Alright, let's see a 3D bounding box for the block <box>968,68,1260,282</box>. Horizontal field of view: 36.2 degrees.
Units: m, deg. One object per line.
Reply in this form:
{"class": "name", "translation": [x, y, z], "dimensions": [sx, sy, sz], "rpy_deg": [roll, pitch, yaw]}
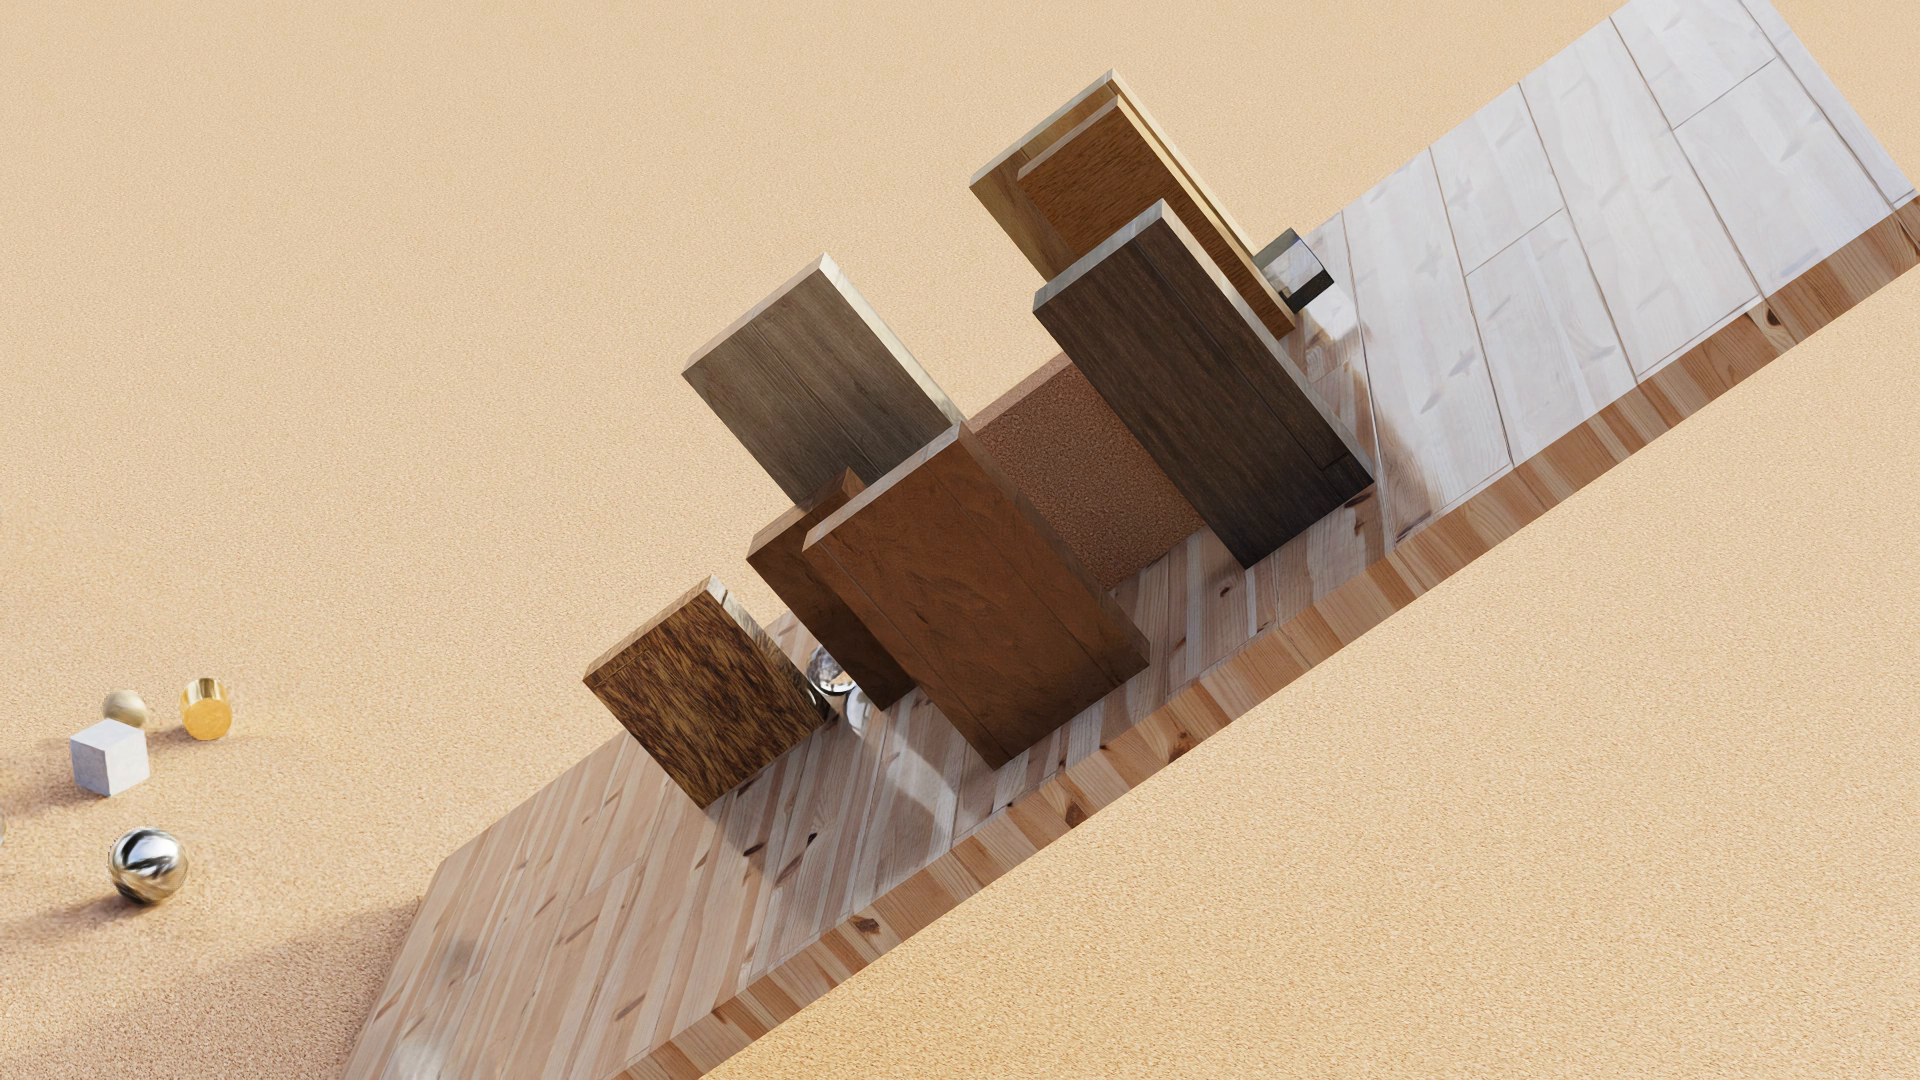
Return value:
{"class": "block", "translation": [0.380, -0.727, 6.875], "dimensions": [0.420, 0.617, 0.101], "rpy_deg": [-36, 16, 18]}

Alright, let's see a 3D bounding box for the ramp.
{"class": "ramp", "translation": [0.122, 0.184, 6.337], "dimensions": [4.000, 0.100, 2.000], "rpy_deg": [-36, 16, 18]}

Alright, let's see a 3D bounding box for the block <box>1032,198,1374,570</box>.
{"class": "block", "translation": [0.453, -0.284, 5.446], "dimensions": [0.297, 0.645, 0.115], "rpy_deg": [-36, 16, 18]}

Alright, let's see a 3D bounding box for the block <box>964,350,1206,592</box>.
{"class": "block", "translation": [0.267, -0.146, 5.901], "dimensions": [0.449, 0.434, 0.114], "rpy_deg": [-36, 16, 18]}

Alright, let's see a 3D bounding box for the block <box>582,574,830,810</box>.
{"class": "block", "translation": [-0.566, 0.342, 6.573], "dimensions": [0.371, 0.408, 0.085], "rpy_deg": [-36, 16, 18]}

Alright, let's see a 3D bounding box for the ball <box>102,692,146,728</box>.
{"class": "ball", "translation": [-2.467, 0.509, 8.687], "dimensions": [0.124, 0.124, 0.124], "rpy_deg": [0, 24, 0]}

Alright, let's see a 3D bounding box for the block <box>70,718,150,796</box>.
{"class": "block", "translation": [-2.429, 0.621, 8.403], "dimensions": [0.147, 0.147, 0.147], "rpy_deg": [15, 28, 30]}

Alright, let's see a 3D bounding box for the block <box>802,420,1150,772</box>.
{"class": "block", "translation": [0.033, 0.109, 5.500], "dimensions": [0.372, 0.570, 0.098], "rpy_deg": [-36, 16, 18]}

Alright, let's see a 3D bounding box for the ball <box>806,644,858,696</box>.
{"class": "ball", "translation": [-0.281, 0.287, 6.578], "dimensions": [0.127, 0.127, 0.127], "rpy_deg": [0, 24, 0]}

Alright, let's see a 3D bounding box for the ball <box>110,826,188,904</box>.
{"class": "ball", "translation": [-2.148, 0.860, 7.786], "dimensions": [0.202, 0.202, 0.202], "rpy_deg": [0, 24, 0]}

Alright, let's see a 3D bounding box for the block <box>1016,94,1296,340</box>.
{"class": "block", "translation": [0.434, -0.641, 6.474], "dimensions": [0.277, 0.638, 0.094], "rpy_deg": [-36, 16, 18]}

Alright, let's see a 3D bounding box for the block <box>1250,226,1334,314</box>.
{"class": "block", "translation": [0.739, -0.598, 6.533], "dimensions": [0.114, 0.114, 0.114], "rpy_deg": [-39, 57, 7]}

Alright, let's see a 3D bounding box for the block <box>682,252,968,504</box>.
{"class": "block", "translation": [-0.206, -0.210, 6.529], "dimensions": [0.399, 0.784, 0.114], "rpy_deg": [-36, 16, 18]}

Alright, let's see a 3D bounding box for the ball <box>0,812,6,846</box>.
{"class": "ball", "translation": [-2.687, 0.785, 7.967], "dimensions": [0.195, 0.195, 0.195], "rpy_deg": [0, 24, 0]}

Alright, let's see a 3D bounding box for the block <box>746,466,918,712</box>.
{"class": "block", "translation": [-0.203, 0.106, 6.287], "dimensions": [0.266, 0.451, 0.129], "rpy_deg": [-36, 16, 18]}

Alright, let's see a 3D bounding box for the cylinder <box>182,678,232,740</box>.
{"class": "cylinder", "translation": [-2.226, 0.500, 8.691], "dimensions": [0.138, 0.138, 0.138], "rpy_deg": [-7, 25, -16]}
